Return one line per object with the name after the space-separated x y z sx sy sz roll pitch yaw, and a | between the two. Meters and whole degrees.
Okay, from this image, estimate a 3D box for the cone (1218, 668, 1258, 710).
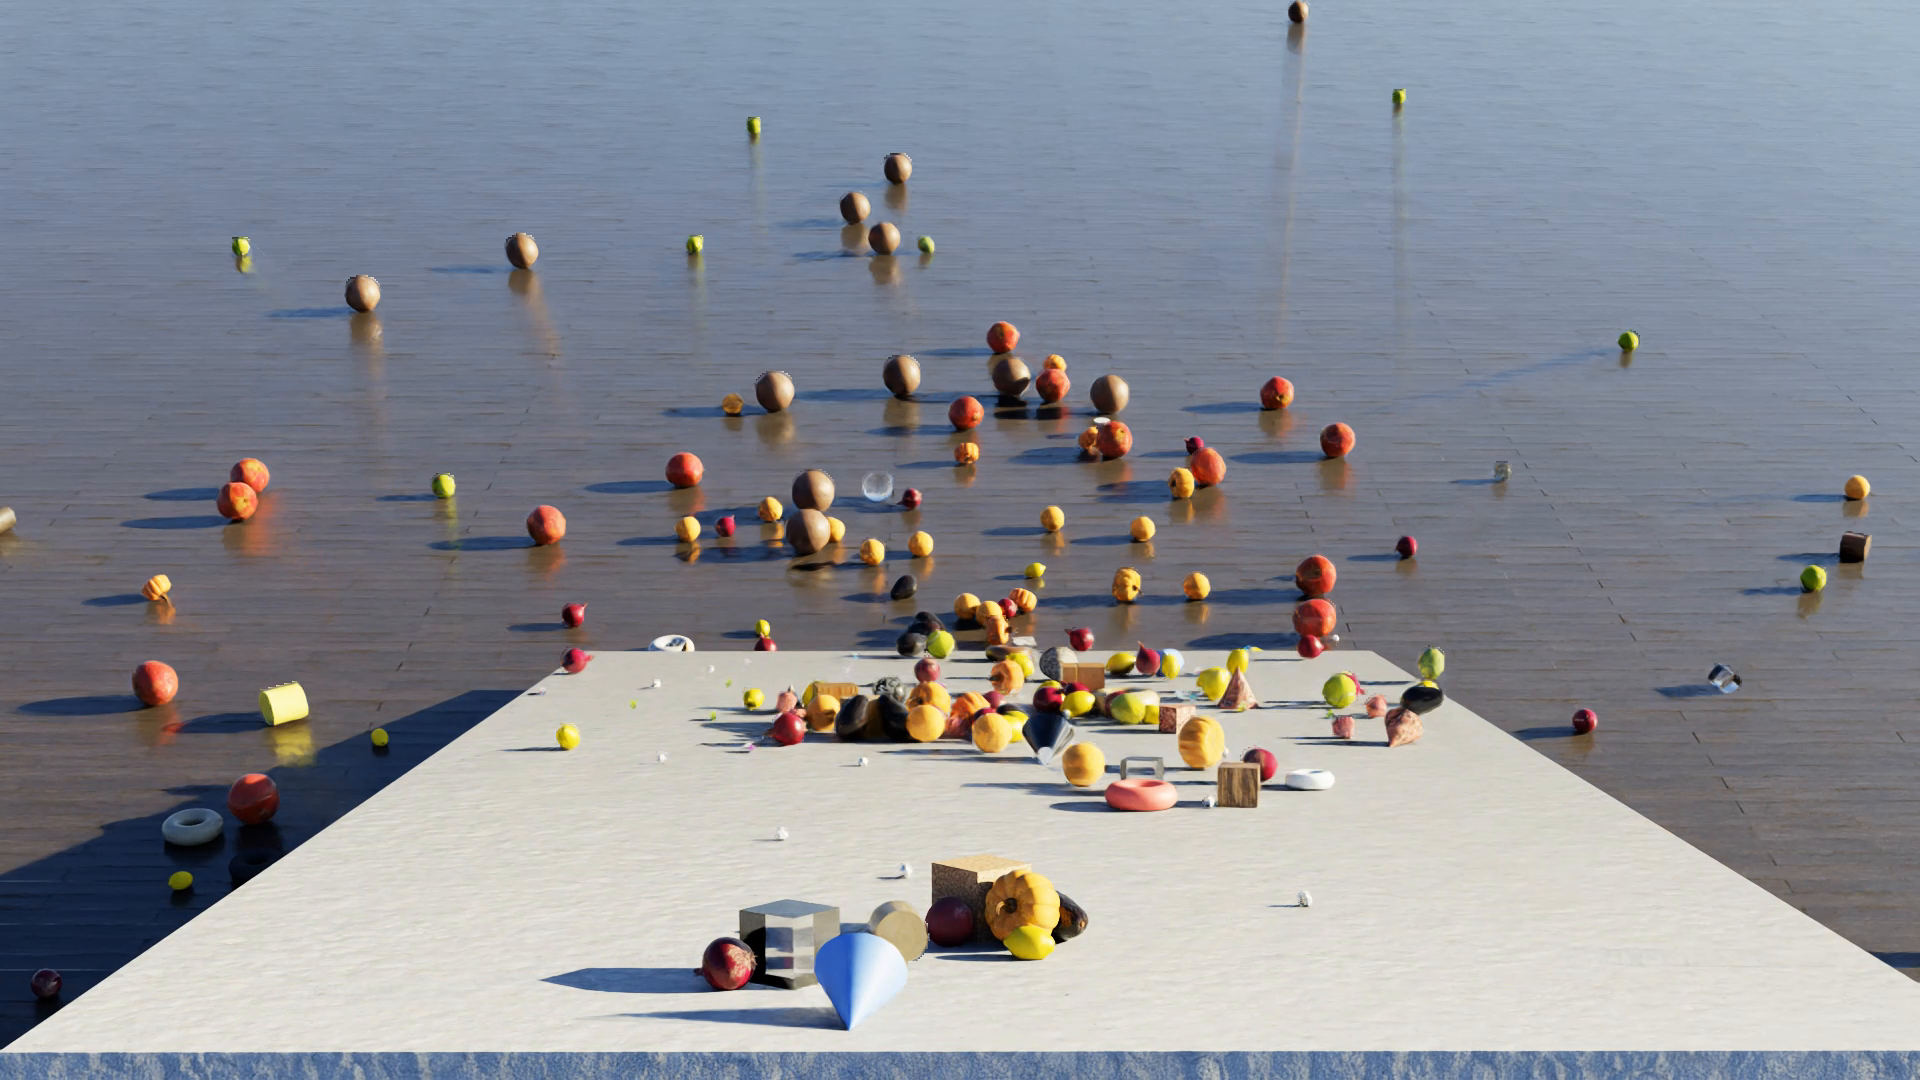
0.578 0.304 5.346 0.087 0.087 0.087 0 3 0 | cone

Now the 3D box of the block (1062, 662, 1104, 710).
0.256 0.304 5.353 0.087 0.087 0.087 0 3 0 | block

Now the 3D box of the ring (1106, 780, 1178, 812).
0.285 0.401 4.040 0.114 0.038 0.114 0 4 0 | ring

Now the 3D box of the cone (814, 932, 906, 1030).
-0.108 0.475 2.653 0.098 0.098 0.098 2 30 4 | cone

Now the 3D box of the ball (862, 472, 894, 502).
-0.250 -0.161 7.816 0.092 0.092 0.092 0 21 0 | ball

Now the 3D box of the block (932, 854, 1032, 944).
0.025 0.430 3.088 0.085 0.085 0.085 -3 4 -40 | block

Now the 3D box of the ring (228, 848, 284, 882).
-1.536 0.712 5.619 0.122 0.041 0.122 -1 20 0 | ring

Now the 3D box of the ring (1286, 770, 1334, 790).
0.576 0.395 4.239 0.081 0.027 0.081 -1 3 0 | ring

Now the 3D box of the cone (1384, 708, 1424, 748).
0.808 0.363 4.755 0.076 0.076 0.076 11 35 27 | cone

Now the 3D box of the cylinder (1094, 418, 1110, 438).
0.463 -0.367 8.406 0.053 0.053 0.053 0 21 0 | cylinder

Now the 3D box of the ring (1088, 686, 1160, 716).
0.333 0.330 5.233 0.148 0.049 0.148 -1 4 0 | ring

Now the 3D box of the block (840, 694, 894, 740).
-0.178 0.337 4.893 0.073 0.073 0.073 -3 4 -41 | block

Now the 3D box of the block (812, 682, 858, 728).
-0.244 0.324 5.049 0.080 0.080 0.080 -1 3 -11 | block

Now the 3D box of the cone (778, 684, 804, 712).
-0.348 0.323 5.292 0.056 0.056 0.056 0 3 0 | cone

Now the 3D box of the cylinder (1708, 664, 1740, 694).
1.941 0.353 6.527 0.055 0.055 0.055 -6 24 -16 | cylinder

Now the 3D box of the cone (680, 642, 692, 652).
-0.707 0.295 6.650 0.078 0.078 0.078 0 21 0 | cone

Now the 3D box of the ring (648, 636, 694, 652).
-0.757 0.285 6.730 0.121 0.040 0.121 -1 21 0 | ring

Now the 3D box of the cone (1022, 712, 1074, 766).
0.152 0.371 4.538 0.095 0.095 0.095 2 30 5 | cone

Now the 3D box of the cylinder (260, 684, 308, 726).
-1.670 0.406 6.347 0.087 0.087 0.087 -14 25 -33 | cylinder

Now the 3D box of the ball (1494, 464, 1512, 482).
1.689 -0.211 7.998 0.055 0.055 0.055 0 21 0 | ball

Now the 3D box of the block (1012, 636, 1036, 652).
0.167 0.288 6.699 0.055 0.055 0.055 -4 21 -9 | block

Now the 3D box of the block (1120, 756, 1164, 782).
0.296 0.384 4.180 0.056 0.056 0.056 1 3 19 | block

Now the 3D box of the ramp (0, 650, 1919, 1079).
0.049 0.443 4.532 2.000 0.100 4.000 0 3 0 | ramp

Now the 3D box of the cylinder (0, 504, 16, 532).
-2.838 -0.057 7.569 0.075 0.075 0.075 9 23 22 | cylinder

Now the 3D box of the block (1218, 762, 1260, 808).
0.442 0.387 4.064 0.062 0.062 0.062 1 3 11 | block

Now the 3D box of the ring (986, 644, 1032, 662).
0.119 0.277 6.282 0.115 0.038 0.115 1 3 0 | ring

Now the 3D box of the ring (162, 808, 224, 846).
-1.727 0.646 5.784 0.136 0.045 0.136 0 20 0 | ring

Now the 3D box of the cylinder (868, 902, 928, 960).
-0.072 0.450 2.954 0.060 0.060 0.060 -5 -1 -12 | cylinder

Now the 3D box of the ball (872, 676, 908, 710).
-0.145 0.315 5.281 0.072 0.072 0.072 0 21 0 | ball

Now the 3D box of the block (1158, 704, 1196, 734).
0.418 0.344 4.947 0.050 0.050 0.050 -3 4 -39 | block

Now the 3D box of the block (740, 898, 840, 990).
-0.188 0.447 2.843 0.079 0.079 0.079 2 4 37 | block

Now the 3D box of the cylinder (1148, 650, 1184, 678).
0.476 0.284 5.938 0.060 0.060 0.060 13 10 31 | cylinder
